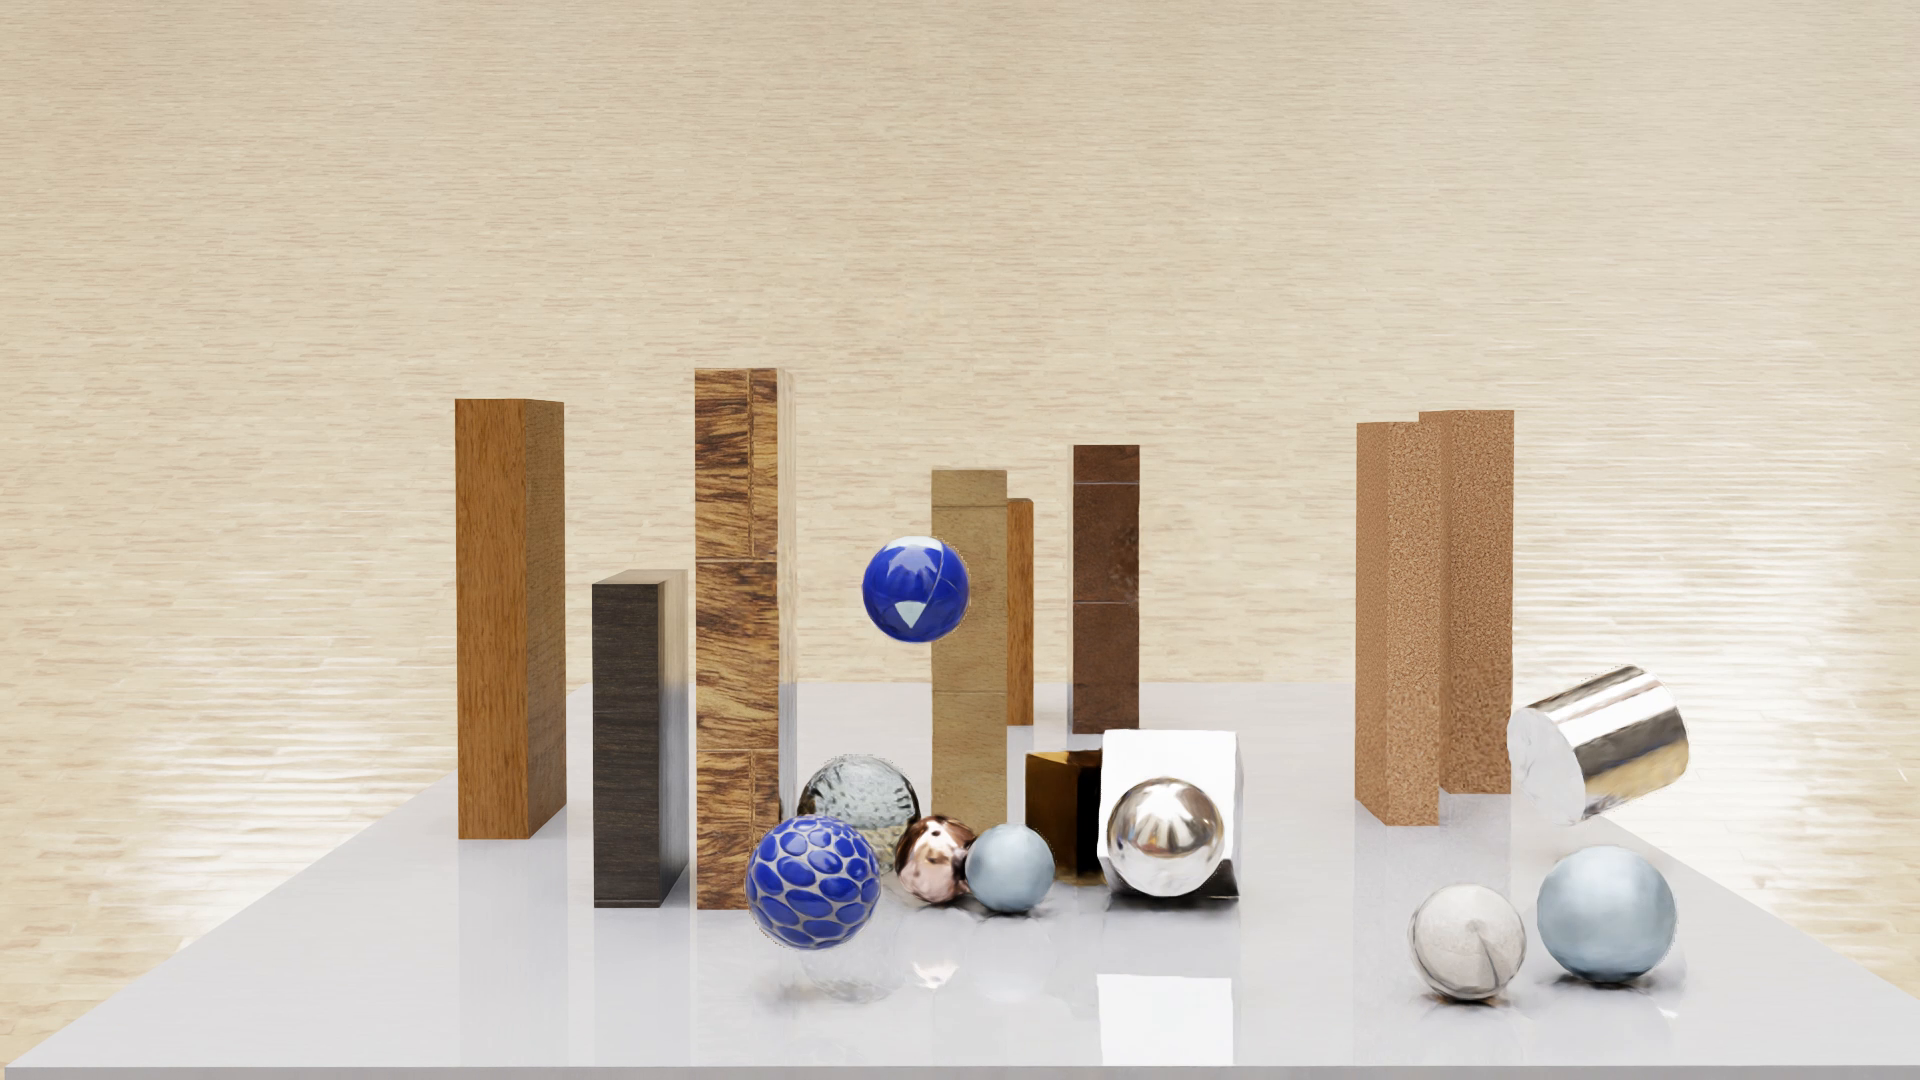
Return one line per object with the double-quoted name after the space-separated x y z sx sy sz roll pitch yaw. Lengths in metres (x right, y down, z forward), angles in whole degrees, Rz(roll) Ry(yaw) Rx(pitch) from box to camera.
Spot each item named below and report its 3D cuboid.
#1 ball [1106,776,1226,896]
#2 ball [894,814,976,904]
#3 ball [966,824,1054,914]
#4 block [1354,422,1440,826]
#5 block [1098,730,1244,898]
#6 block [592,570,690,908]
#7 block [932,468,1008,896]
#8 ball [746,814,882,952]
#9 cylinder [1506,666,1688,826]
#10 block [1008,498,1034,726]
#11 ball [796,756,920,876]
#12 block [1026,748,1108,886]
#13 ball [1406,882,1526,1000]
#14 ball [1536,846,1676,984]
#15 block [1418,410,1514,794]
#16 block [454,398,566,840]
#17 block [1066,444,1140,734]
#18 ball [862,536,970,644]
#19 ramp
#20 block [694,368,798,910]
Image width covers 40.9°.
0.226 0.326 2.832 0.132 0.132 0.132 0 24 0 "ball"
-0.029 0.426 3.430 0.118 0.118 0.118 0 24 0 "ball"
0.065 0.429 3.359 0.117 0.117 0.117 0 24 0 "ball"
0.722 0.128 4.265 0.083 0.646 0.326 0 2 0 "block"
0.284 0.367 3.444 0.174 0.174 0.174 0 66 10 "block"
-0.441 0.264 3.583 0.087 0.429 0.386 0 2 0 "block"
0.013 0.186 3.695 0.102 0.576 0.424 0 2 0 "block"
-0.163 0.382 2.873 0.151 0.151 0.151 0 24 0 "ball"
0.937 0.303 3.790 0.186 0.186 0.186 -19 29 -19 "cylinder"
0.112 0.152 5.742 0.095 0.483 0.365 0 2 0 "block"
-0.142 0.390 3.615 0.175 0.175 0.175 0 24 0 "ball"
0.204 0.392 3.664 0.167 0.167 0.167 -1 2 -24 "block"
0.558 0.442 2.839 0.130 0.130 0.130 0 24 0 "ball"
0.735 0.426 2.931 0.155 0.155 0.155 0 24 0 "ball"
0.907 0.102 4.638 0.107 0.669 0.327 0 2 0 "block"
-0.722 0.115 4.167 0.108 0.681 0.394 0 2 0 "block"
0.306 0.098 5.540 0.139 0.607 0.303 0 2 0 "block"
-0.057 0.064 3.320 0.140 0.140 0.140 0 24 0 "ball"
0.054 0.491 4.542 2.000 0.100 4.000 0 2 0 "ramp"
-0.292 0.123 3.569 0.108 0.711 0.392 0 2 0 "block"
